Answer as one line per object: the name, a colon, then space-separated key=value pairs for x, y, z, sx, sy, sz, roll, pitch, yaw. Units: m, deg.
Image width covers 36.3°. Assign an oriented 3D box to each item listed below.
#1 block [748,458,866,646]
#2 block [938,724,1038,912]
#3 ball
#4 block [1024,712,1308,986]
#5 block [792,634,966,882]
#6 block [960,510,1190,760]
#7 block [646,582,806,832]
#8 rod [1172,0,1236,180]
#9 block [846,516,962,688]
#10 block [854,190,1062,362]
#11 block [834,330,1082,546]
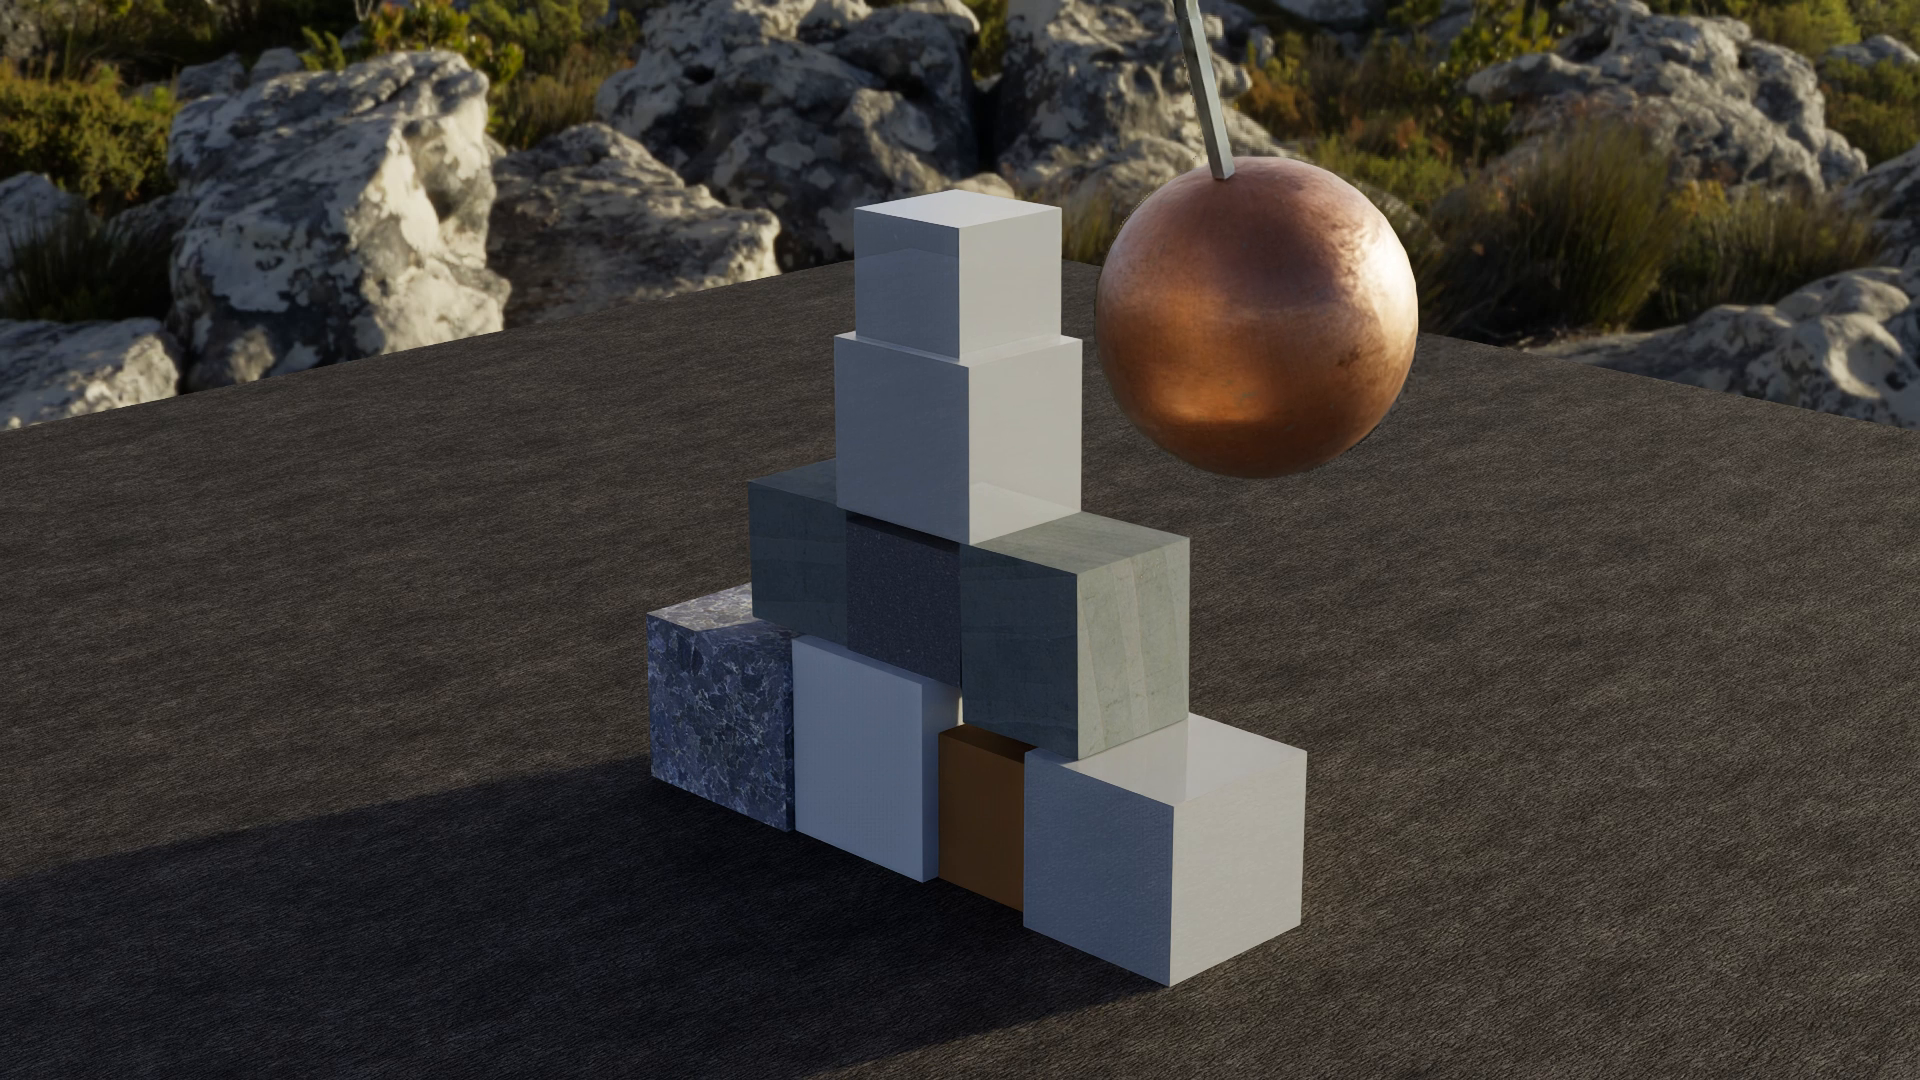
block: x=-0.531 y=0.041 z=13.892 sx=0.636 sy=0.672 sz=0.679 roll=-17 pitch=23 yaw=-42
block: x=0.368 y=1.201 z=13.342 sx=0.687 sy=0.708 sz=0.627 roll=-17 pitch=24 yaw=-42
ball: x=1.467 y=-1.101 z=14.533 sx=1.600 sy=1.600 sz=1.600 roll=0 pitch=17 yaw=0
block: x=0.891 y=1.309 z=12.812 sx=0.876 sy=0.820 sz=0.854 roll=-17 pitch=24 yaw=-42
block: x=-0.176 y=0.923 z=13.805 sx=0.850 sy=0.962 sz=0.866 roll=-17 pitch=24 yaw=-42
block: x=0.509 y=0.401 z=12.950 sx=0.724 sy=0.835 sz=0.702 roll=-17 pitch=23 yaw=-42
block: x=-0.834 y=0.769 z=14.471 sx=0.981 sy=0.856 sz=1.007 roll=-17 pitch=24 yaw=-42
rod: x=0.636 y=-3.895 z=12.784 sx=0.080 sy=5.200 sz=0.080 roll=17 pitch=44 yaw=42
block: x=-0.014 y=0.214 z=13.423 sx=0.693 sy=0.619 sz=0.738 roll=-17 pitch=24 yaw=-42
block: x=-0.009 y=-1.181 z=12.986 sx=0.656 sy=0.585 sz=0.638 roll=16 pitch=24 yaw=43
block: x=-0.009 y=-0.521 z=13.191 sx=0.852 sy=0.799 sz=0.714 roll=16 pitch=24 yaw=43
